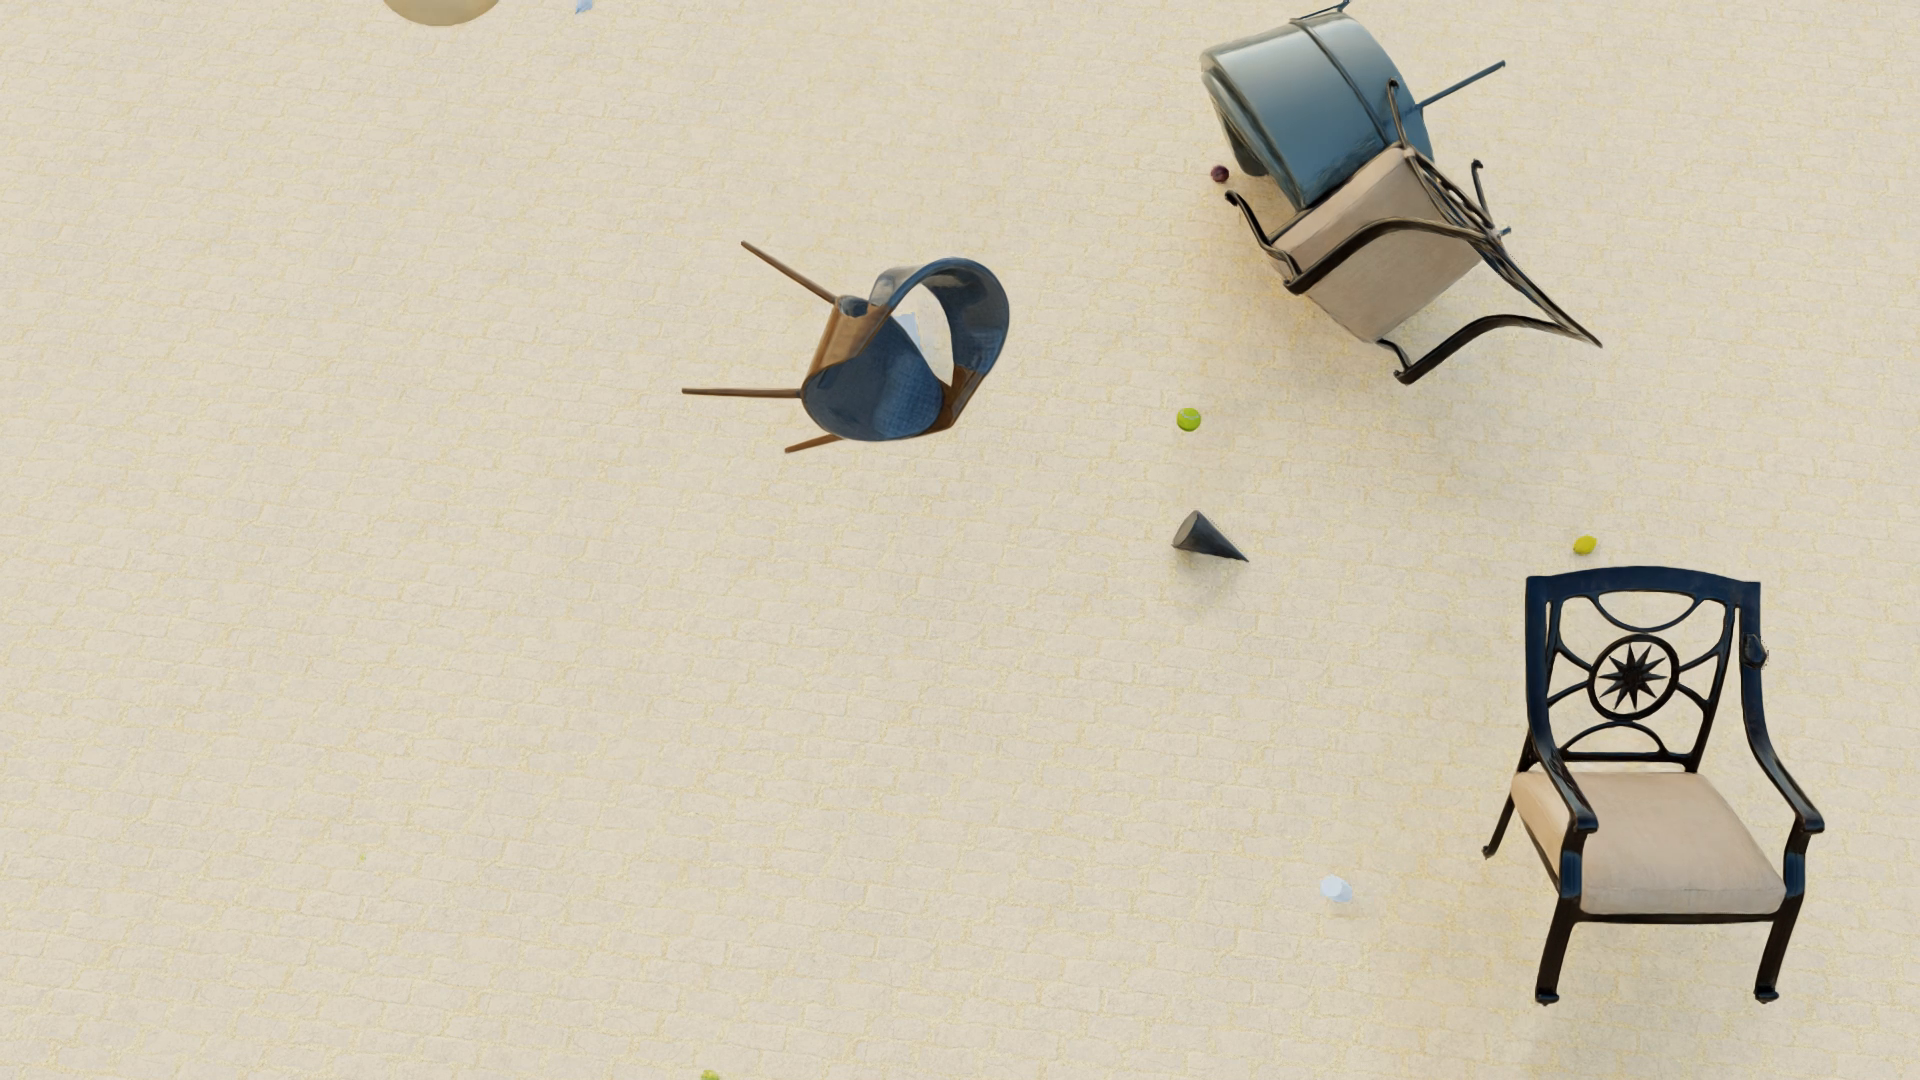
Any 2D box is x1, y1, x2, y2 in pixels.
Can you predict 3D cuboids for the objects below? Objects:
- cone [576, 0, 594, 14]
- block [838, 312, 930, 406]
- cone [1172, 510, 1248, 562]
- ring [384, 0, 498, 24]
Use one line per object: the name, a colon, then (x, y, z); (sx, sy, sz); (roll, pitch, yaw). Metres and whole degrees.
cone: (-1.201, -1.684, 6.953); (0.058, 0.107, 0.065); (32, 65, -7)
block: (-0.238, -0.564, 6.876); (0.244, 0.091, 0.245); (-12, 56, 3)
cone: (0.761, 0.016, 6.505); (0.218, 0.178, 0.116); (27, 65, -7)
ring: (-1.737, -1.956, 7.425); (0.514, 0.443, 0.129); (-29, 39, 11)
